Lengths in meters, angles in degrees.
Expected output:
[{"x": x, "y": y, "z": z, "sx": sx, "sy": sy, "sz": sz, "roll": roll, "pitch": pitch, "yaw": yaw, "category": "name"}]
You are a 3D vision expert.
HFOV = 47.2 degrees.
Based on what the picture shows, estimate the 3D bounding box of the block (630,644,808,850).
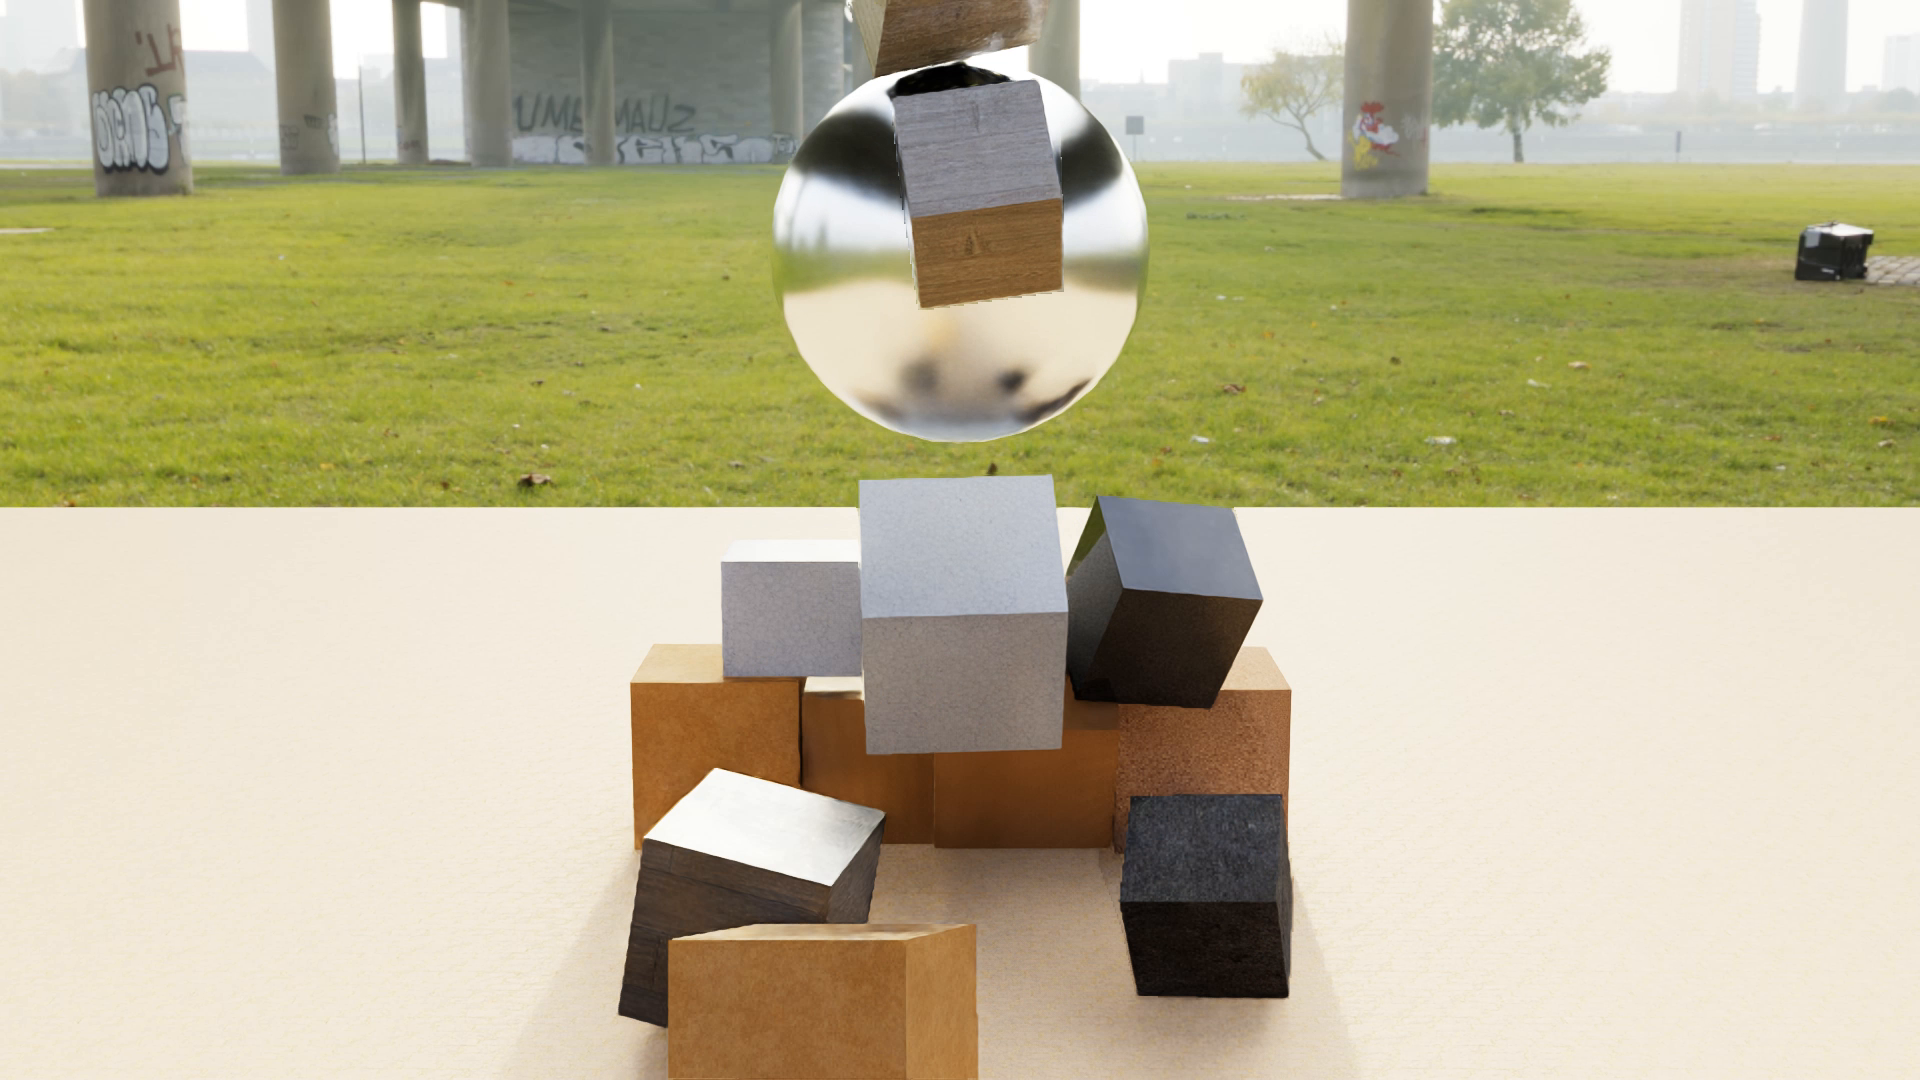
[{"x": -1.216, "y": 1.052, "z": 11.371, "sx": 0.833, "sy": 0.862, "sz": 0.853, "roll": 0, "pitch": 10, "yaw": 0, "category": "block"}]

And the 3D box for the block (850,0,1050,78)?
[{"x": -0.069, "y": -2.335, "z": 8.683, "sx": 0.696, "sy": 0.650, "sz": 0.660, "roll": -14, "pitch": -13, "yaw": -10, "category": "block"}]

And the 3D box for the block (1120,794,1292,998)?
[{"x": 1.029, "y": 1.468, "z": 9.074, "sx": 0.621, "sy": 0.617, "sz": 0.561, "roll": -2, "pitch": 41, "yaw": 13, "category": "block"}]

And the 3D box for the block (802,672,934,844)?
[{"x": -0.463, "y": 1.106, "z": 11.374, "sx": 0.658, "sy": 0.754, "sz": 0.660, "roll": 0, "pitch": 10, "yaw": 0, "category": "block"}]

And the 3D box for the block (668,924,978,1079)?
[{"x": -0.422, "y": 1.690, "z": 7.132, "sx": 0.771, "sy": 0.832, "sz": 0.865, "roll": -3, "pitch": -7, "yaw": 15, "category": "block"}]

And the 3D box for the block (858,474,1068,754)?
[{"x": -0.001, "y": 0.350, "z": 10.400, "sx": 0.919, "sy": 0.902, "sz": 0.935, "roll": -2, "pitch": 42, "yaw": -2, "category": "block"}]

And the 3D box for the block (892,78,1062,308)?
[{"x": 0.069, "y": -1.265, "z": 8.059, "sx": 0.534, "sy": 0.542, "sz": 0.561, "roll": -8, "pitch": -28, "yaw": -1, "category": "block"}]

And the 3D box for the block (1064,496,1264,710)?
[{"x": 0.938, "y": 0.306, "z": 10.608, "sx": 0.700, "sy": 0.759, "sz": 0.631, "roll": 5, "pitch": 42, "yaw": -16, "category": "block"}]

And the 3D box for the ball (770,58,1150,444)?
[{"x": 0.000, "y": -1.208, "z": 9.256, "sx": 1.600, "sy": 1.600, "sz": 1.600, "roll": 0, "pitch": 10, "yaw": 0, "category": "ball"}]

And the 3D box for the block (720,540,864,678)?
[{"x": -0.833, "y": 0.341, "z": 11.227, "sx": 0.695, "sy": 0.588, "sz": 0.595, "roll": 0, "pitch": 10, "yaw": 1, "category": "block"}]

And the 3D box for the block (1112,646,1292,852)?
[{"x": 1.203, "y": 1.066, "z": 11.358, "sx": 0.861, "sy": 0.840, "sz": 0.931, "roll": 0, "pitch": 10, "yaw": 0, "category": "block"}]

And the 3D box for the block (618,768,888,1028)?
[{"x": -0.818, "y": 1.486, "z": 8.815, "sx": 0.752, "sy": 0.758, "sz": 0.829, "roll": 13, "pitch": 15, "yaw": 10, "category": "block"}]

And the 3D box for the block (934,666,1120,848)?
[{"x": 0.316, "y": 0.951, "z": 11.056, "sx": 0.882, "sy": 0.868, "sz": 0.824, "roll": 0, "pitch": 42, "yaw": -1, "category": "block"}]
